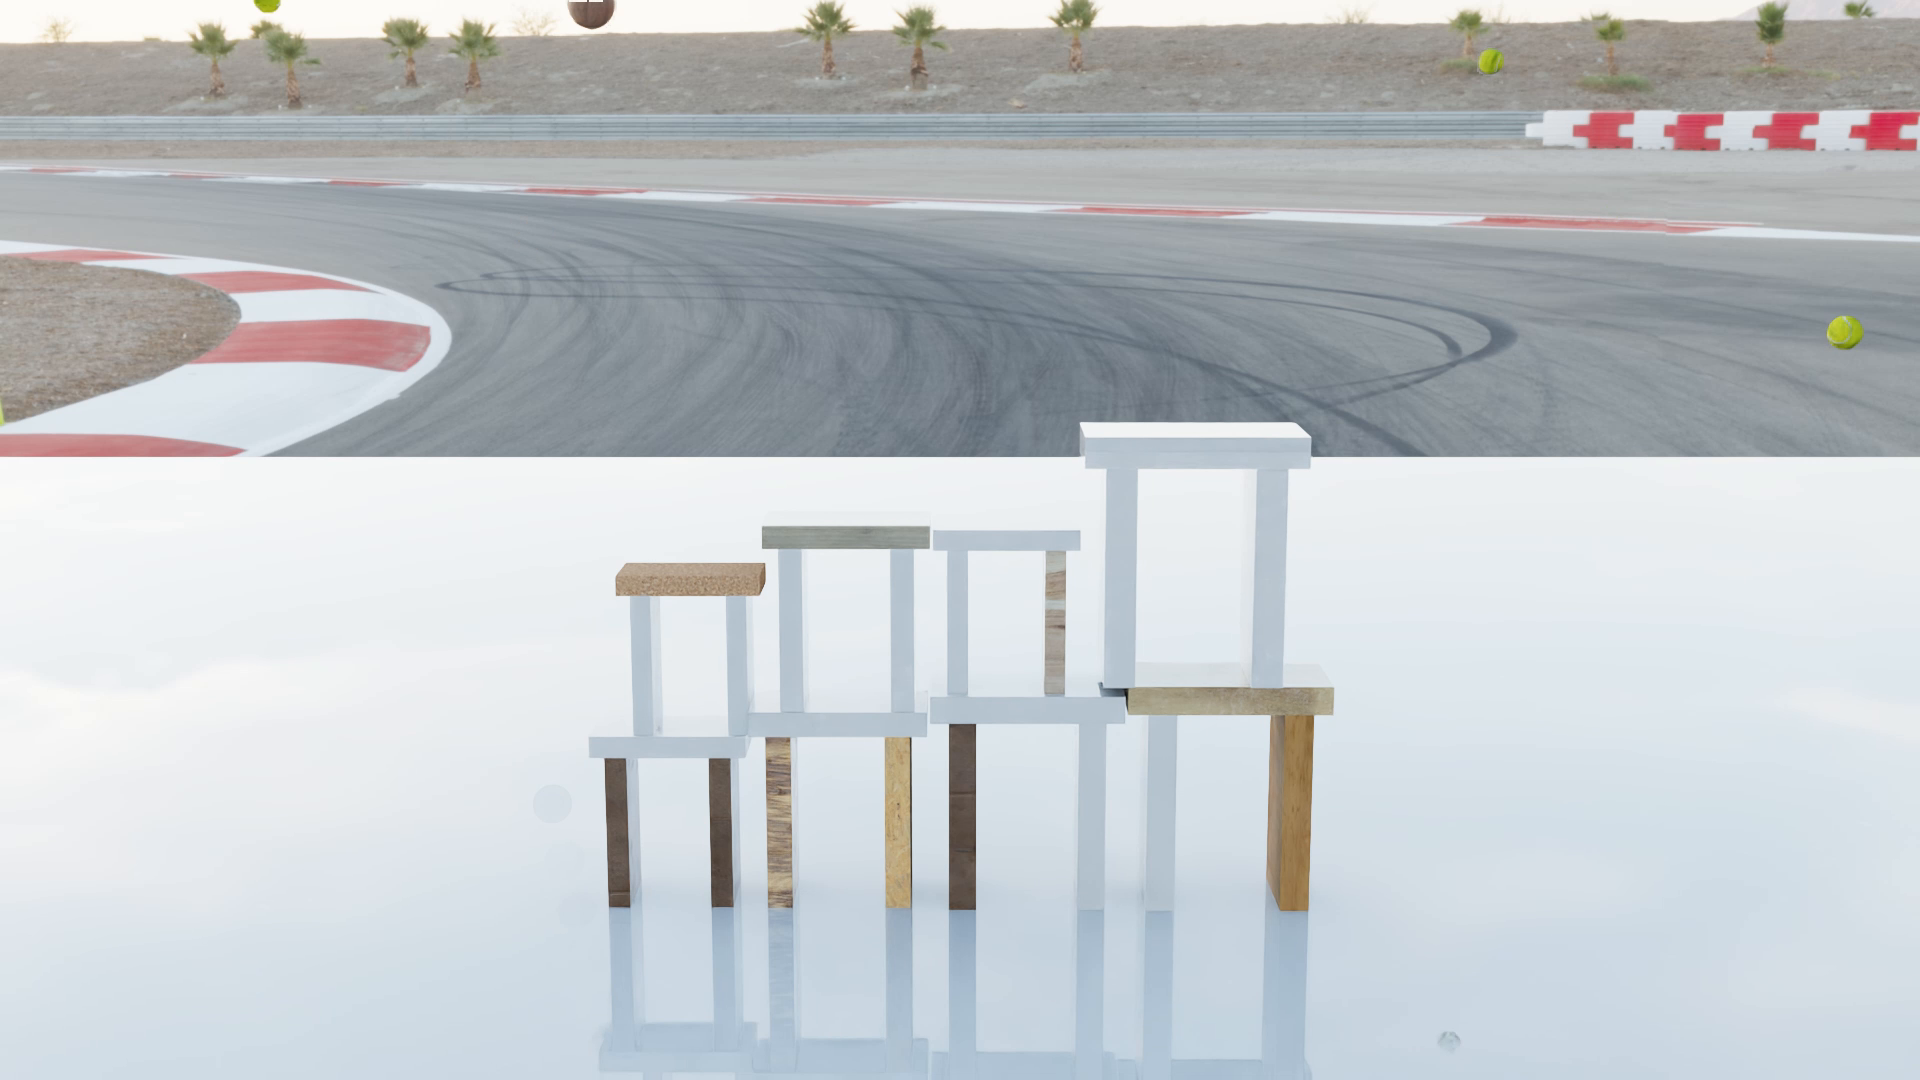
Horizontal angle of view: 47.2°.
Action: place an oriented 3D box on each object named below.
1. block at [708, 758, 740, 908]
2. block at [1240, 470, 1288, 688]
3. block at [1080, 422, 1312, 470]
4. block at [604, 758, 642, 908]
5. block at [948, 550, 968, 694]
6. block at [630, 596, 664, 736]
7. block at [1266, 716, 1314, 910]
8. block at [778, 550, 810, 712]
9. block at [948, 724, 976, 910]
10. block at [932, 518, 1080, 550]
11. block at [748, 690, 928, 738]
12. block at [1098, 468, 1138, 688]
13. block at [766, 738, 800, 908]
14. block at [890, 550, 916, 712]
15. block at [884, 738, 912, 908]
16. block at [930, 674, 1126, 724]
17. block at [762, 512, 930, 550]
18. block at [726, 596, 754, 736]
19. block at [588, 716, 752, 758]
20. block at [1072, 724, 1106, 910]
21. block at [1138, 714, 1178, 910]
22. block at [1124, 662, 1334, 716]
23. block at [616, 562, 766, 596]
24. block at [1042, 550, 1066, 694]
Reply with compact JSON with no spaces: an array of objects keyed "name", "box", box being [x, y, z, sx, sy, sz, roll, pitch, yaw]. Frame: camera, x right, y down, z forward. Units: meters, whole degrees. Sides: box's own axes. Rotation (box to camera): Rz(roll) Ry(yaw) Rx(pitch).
[{"name":"block","box":[-0.389,0.466,3.644,0.036,0.253,0.126,0,11,0]},{"name":"block","box":[0.491,0.047,3.566,0.050,0.354,0.177,0,11,1]},{"name":"block","box":[0.373,-0.152,3.530,0.354,0.050,0.177,0,11,0]},{"name":"block","box":[-0.558,0.466,3.644,0.036,0.253,0.126,0,11,0]},{"name":"block","box":[-0.004,0.122,3.581,0.033,0.235,0.117,0,11,0]},{"name":"block","box":[-0.512,0.193,3.595,0.033,0.230,0.115,0,11,0]},{"name":"block","box":[0.545,0.428,3.639,0.047,0.329,0.165,0,11,0]},{"name":"block","box":[-0.271,0.134,3.586,0.038,0.267,0.134,0,11,0]},{"name":"block","box":[0.004,0.436,3.640,0.044,0.314,0.157,0,11,0]},{"name":"block","box":[0.074,-0.010,3.557,0.235,0.033,0.117,0,11,0]},{"name":"block","box":[-0.198,0.285,3.617,0.289,0.041,0.144,0,11,0]},{"name":"block","box":[0.255,0.046,3.568,0.050,0.354,0.177,0,11,1]},{"name":"block","box":[-0.294,0.447,3.647,0.041,0.289,0.144,0,11,0]},{"name":"block","box":[-0.093,0.134,3.586,0.038,0.267,0.134,0,11,0]},{"name":"block","box":[-0.101,0.447,3.647,0.041,0.289,0.144,0,11,0]},{"name":"block","box":[0.109,0.259,3.608,0.314,0.044,0.157,0,11,0]},{"name":"block","box":[-0.182,-0.016,3.559,0.267,0.038,0.134,0,11,0]},{"name":"block","box":[-0.359,0.193,3.595,0.033,0.230,0.115,0,11,0]},{"name":"block","box":[-0.474,0.324,3.618,0.253,0.036,0.126,0,11,0]},{"name":"block","box":[0.213,0.436,3.640,0.044,0.314,0.157,0,11,0]},{"name":"block","box":[0.326,0.428,3.638,0.047,0.329,0.165,0,11,0]},{"name":"block","box":[0.435,0.243,3.605,0.329,0.047,0.165,0,11,0]},{"name":"block","box":[-0.435,0.064,3.571,0.230,0.033,0.115,0,11,0]},{"name":"block","box":[0.153,0.122,3.581,0.033,0.235,0.117,0,11,0]}]
